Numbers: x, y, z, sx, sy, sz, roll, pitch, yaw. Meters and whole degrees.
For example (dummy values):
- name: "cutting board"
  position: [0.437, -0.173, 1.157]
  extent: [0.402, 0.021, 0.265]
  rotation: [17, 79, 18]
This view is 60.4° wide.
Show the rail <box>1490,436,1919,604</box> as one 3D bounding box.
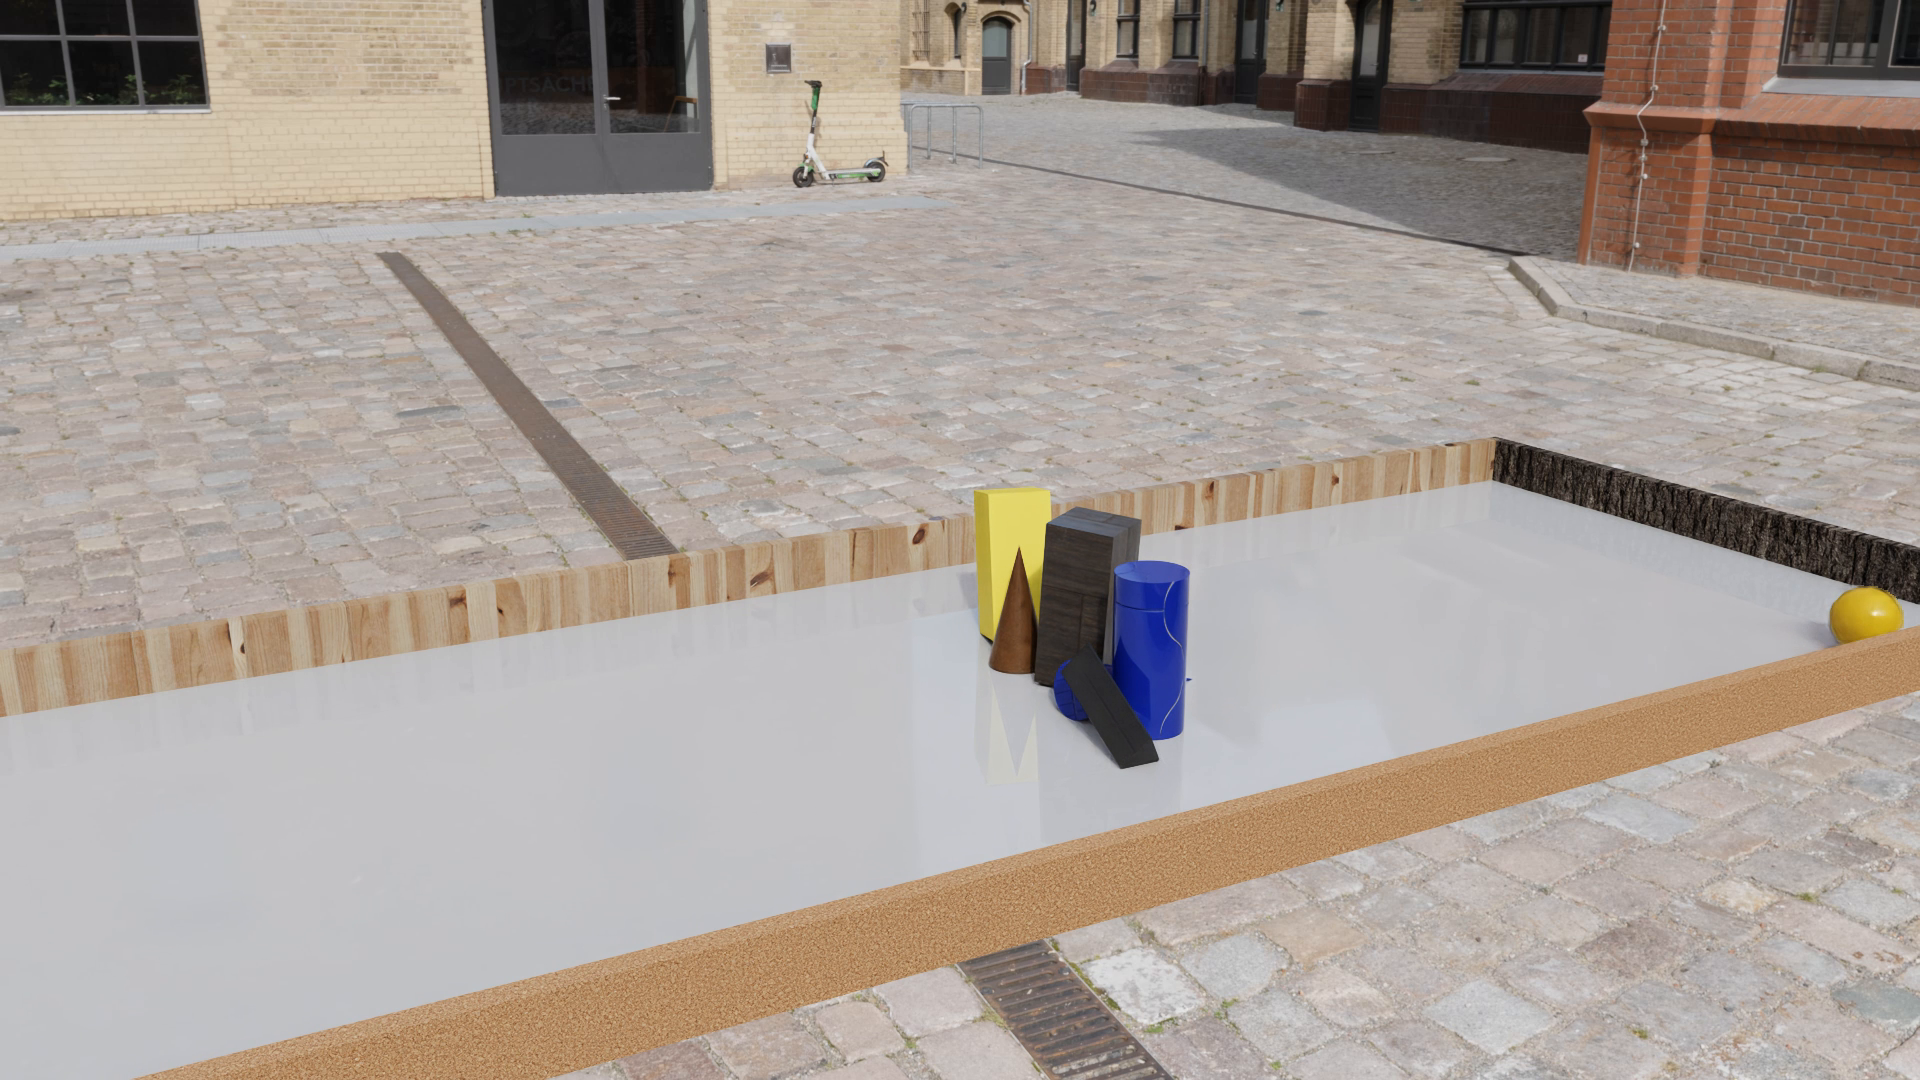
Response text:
- name: "rail"
  position: [2.466, -0.048, 5.253]
  extent: [0.050, 0.150, 2.100]
  rotation: [-9, 18, -27]

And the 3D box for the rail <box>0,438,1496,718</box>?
- name: "rail"
  position: [-3.305, 0.497, 3.399]
  extent: [12.000, 0.150, 0.050]
  rotation: [-9, 18, -27]

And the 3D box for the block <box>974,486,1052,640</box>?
- name: "block"
  position: [0.145, 0.061, 4.413]
  extent: [0.167, 0.389, 0.167]
  rotation: [-4, 6, -12]

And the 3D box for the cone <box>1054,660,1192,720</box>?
- name: "cone"
  position: [0.430, 0.352, 4.029]
  extent: [0.412, 0.146, 0.146]
  rotation: [-1, 13, -40]

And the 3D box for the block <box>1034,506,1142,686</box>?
- name: "block"
  position: [0.316, 0.151, 4.086]
  extent: [0.177, 0.414, 0.177]
  rotation: [12, 20, 26]

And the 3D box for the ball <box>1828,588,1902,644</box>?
- name: "ball"
  position: [2.382, 0.209, 4.341]
  extent: [0.170, 0.170, 0.170]
  rotation: [0, 16, 0]

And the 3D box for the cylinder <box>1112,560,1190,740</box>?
- name: "cylinder"
  position: [0.439, 0.254, 3.816]
  extent: [0.173, 0.380, 0.173]
  rotation: [0, 16, 0]

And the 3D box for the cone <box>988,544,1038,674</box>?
- name: "cone"
  position: [0.150, 0.165, 4.221]
  extent: [0.156, 0.322, 0.156]
  rotation: [0, 16, 0]

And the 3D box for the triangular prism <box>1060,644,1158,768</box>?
- name: "triangular prism"
  position: [0.347, 0.367, 3.722]
  extent: [0.100, 0.087, 0.300]
  rotation: [-8, 45, -26]

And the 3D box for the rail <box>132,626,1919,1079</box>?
- name: "rail"
  position: [-2.336, 1.006, 1.665]
  extent: [12.000, 0.150, 0.050]
  rotation: [-9, 18, -27]
